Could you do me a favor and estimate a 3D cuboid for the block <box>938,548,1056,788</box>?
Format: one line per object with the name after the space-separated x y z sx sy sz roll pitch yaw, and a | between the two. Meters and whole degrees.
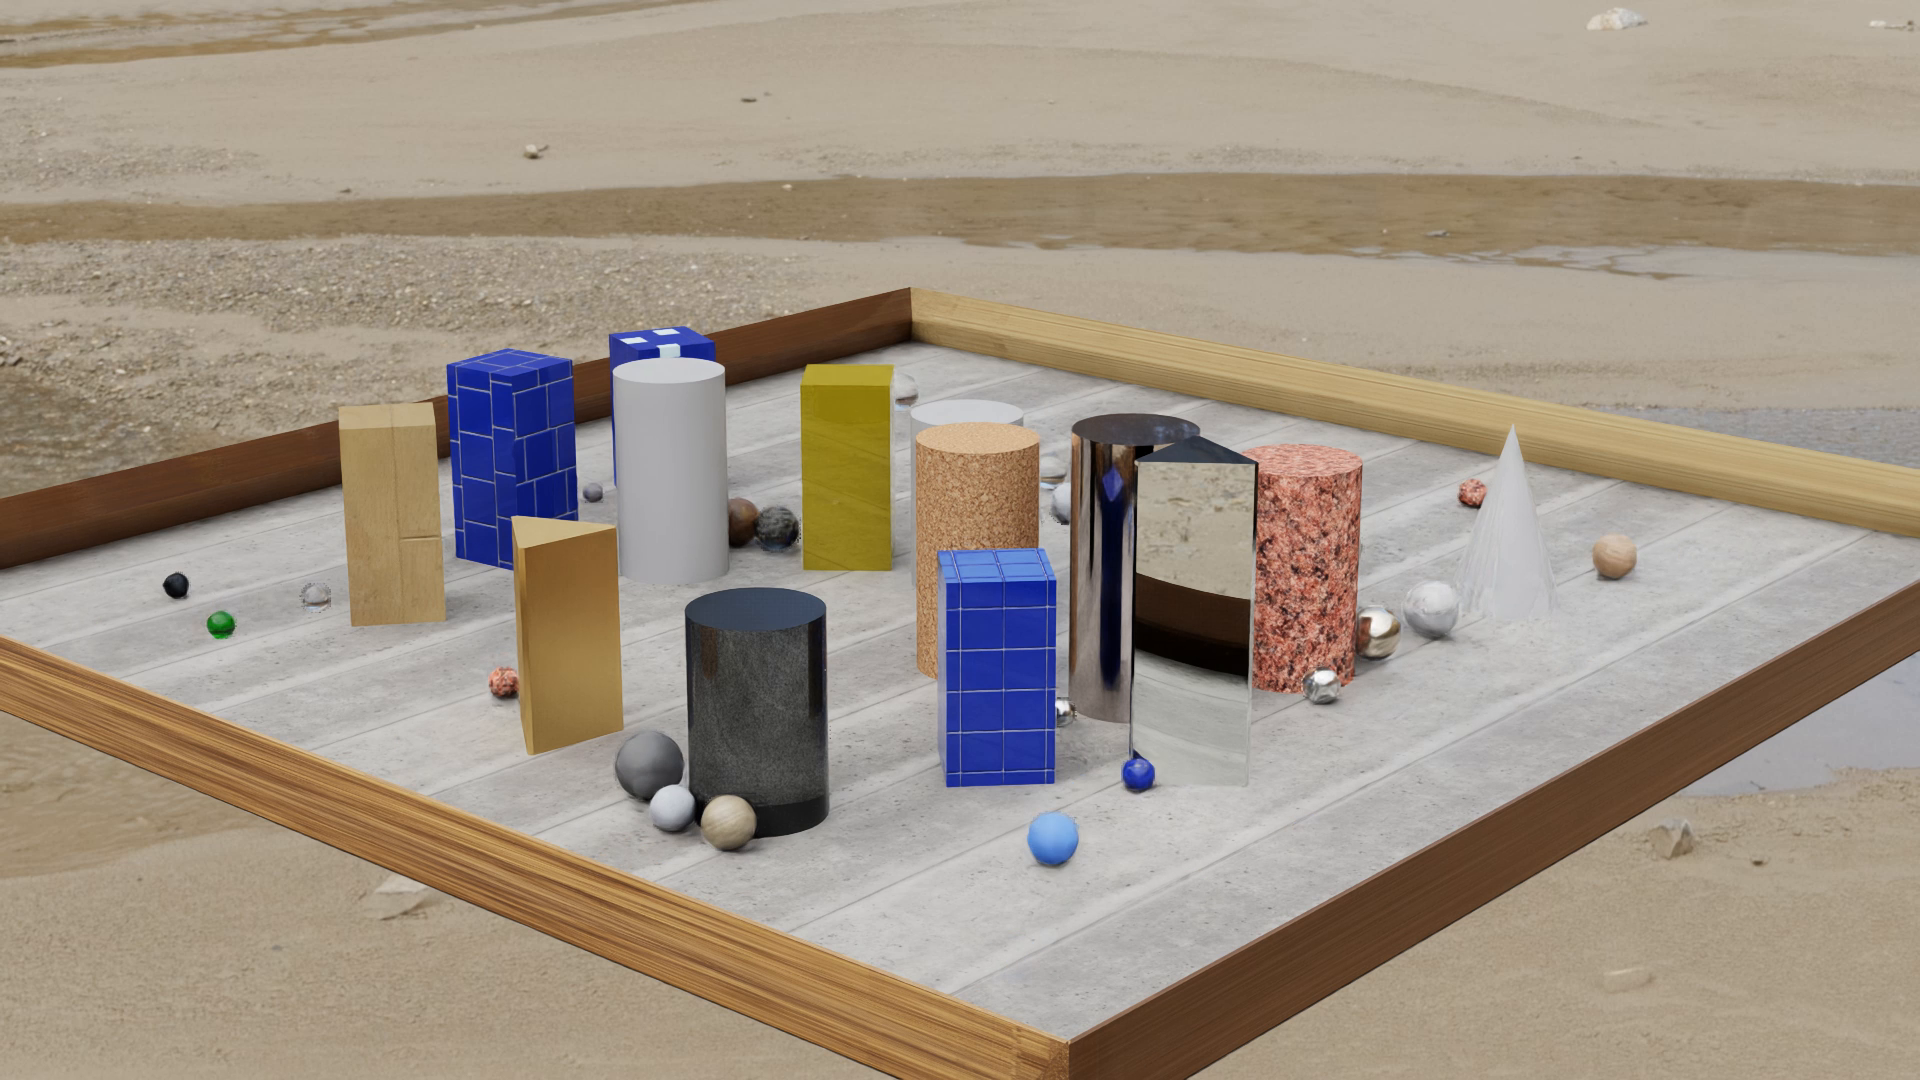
0.052 0.186 4.298 0.158 0.311 0.158 -1 17 -5 | block

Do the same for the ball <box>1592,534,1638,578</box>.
1.166 0.028 5.221 0.080 0.080 0.080 0 17 0 | ball

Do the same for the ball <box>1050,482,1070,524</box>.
0.209 -0.070 5.550 0.078 0.078 0.078 0 17 0 | ball

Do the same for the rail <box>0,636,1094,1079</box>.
-0.922 0.339 4.103 2.797 0.128 0.045 14 22 39 | rail

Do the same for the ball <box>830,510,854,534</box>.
-0.221 -0.034 5.490 0.043 0.043 0.043 0 17 0 | ball

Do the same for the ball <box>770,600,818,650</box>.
-0.274 0.140 4.846 0.081 0.081 0.081 0 17 0 | ball

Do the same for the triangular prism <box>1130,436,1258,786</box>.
0.339 0.102 4.273 0.171 0.486 0.148 1 17 4 | triangular prism

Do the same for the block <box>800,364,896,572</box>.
-0.201 -0.132 5.296 0.158 0.343 0.158 0 17 2 | block

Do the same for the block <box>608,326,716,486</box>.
-0.580 -0.246 5.740 0.158 0.306 0.158 -8 19 -26 | block

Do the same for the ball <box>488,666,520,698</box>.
-0.719 0.224 4.624 0.050 0.050 0.050 0 17 0 | ball

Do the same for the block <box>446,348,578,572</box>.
-0.808 -0.146 5.313 0.158 0.361 0.158 11 20 33 | block

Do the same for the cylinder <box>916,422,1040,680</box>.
0.028 0.020 4.724 0.198 0.382 0.198 0 17 0 | cylinder

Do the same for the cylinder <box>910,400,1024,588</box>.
0.012 -0.074 5.165 0.198 0.308 0.198 0 17 0 | cylinder

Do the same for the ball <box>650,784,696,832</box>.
-0.401 0.375 4.097 0.065 0.065 0.065 0 17 0 | ball

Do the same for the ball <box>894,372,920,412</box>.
-0.131 -0.321 6.371 0.085 0.085 0.085 0 17 0 | ball

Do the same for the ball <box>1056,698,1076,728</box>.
0.153 0.265 4.491 0.047 0.047 0.047 0 17 0 | ball

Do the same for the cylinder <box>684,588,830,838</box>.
-0.285 0.241 4.128 0.198 0.303 0.198 0 17 0 | cylinder

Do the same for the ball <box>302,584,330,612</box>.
-1.108 0.099 5.042 0.047 0.047 0.047 0 17 0 | ball

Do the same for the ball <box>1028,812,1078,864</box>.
0.126 0.406 3.985 0.070 0.070 0.070 0 17 0 | ball

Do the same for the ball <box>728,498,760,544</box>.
-0.411 -0.035 5.416 0.087 0.087 0.087 0 17 0 | ball

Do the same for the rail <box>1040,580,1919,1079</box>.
1.038 0.292 4.257 0.045 0.128 2.860 14 22 39 | rail

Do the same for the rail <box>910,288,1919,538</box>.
0.922 -0.274 6.137 2.797 0.128 0.045 14 22 39 | rail

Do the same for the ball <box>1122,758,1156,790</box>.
0.259 0.339 4.244 0.048 0.048 0.048 0 17 0 | ball

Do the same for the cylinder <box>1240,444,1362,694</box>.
0.537 0.044 4.688 0.198 0.357 0.198 0 17 0 | cylinder

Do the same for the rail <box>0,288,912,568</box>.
-1.038 -0.228 5.983 0.045 0.128 2.860 14 22 39 | rail

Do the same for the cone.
0.944 -0.047 5.049 0.198 0.322 0.198 0 17 0 | cone

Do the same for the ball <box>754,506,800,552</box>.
-0.336 -0.021 5.379 0.083 0.083 0.083 0 17 0 | ball

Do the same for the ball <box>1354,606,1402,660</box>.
0.675 0.152 4.773 0.088 0.088 0.088 0 17 0 | ball

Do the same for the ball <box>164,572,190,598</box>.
-1.366 0.079 5.112 0.044 0.044 0.044 0 17 0 | ball

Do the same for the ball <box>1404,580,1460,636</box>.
0.790 0.115 4.908 0.095 0.095 0.095 0 17 0 | ball

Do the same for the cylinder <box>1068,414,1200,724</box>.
0.269 0.042 4.544 0.198 0.443 0.198 0 17 0 | cylinder

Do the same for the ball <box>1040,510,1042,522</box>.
0.129 -0.044 5.510 0.051 0.051 0.051 0 17 0 | ball

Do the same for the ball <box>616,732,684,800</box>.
-0.445 0.324 4.207 0.099 0.099 0.099 0 17 0 | ball

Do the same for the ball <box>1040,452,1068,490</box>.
0.175 -0.136 5.780 0.072 0.072 0.072 0 17 0 | ball

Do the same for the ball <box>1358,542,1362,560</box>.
0.678 0.016 5.254 0.085 0.085 0.085 0 17 0 | ball

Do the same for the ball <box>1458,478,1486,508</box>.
0.989 -0.091 5.660 0.055 0.055 0.055 0 17 0 | ball

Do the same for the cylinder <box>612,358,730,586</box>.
-0.514 -0.124 5.229 0.198 0.367 0.198 0 17 0 | cylinder

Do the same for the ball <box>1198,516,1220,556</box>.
0.438 -0.009 5.355 0.074 0.074 0.074 0 17 0 | ball

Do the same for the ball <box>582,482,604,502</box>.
-0.711 -0.092 5.688 0.040 0.040 0.040 0 17 0 | ball

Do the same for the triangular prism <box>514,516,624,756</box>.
-0.628 0.135 4.445 0.171 0.324 0.148 -14 22 -40 | triangular prism

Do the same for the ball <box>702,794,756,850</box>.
-0.318 0.388 4.032 0.076 0.076 0.076 0 17 0 | ball

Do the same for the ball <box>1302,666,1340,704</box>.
0.567 0.227 4.598 0.058 0.058 0.058 0 17 0 | ball

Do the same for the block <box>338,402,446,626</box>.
-0.969 -0.045 5.004 0.158 0.345 0.158 -3 17 -11 | block

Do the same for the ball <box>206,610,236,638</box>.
-1.235 0.142 4.902 0.047 0.047 0.047 0 17 0 | ball
